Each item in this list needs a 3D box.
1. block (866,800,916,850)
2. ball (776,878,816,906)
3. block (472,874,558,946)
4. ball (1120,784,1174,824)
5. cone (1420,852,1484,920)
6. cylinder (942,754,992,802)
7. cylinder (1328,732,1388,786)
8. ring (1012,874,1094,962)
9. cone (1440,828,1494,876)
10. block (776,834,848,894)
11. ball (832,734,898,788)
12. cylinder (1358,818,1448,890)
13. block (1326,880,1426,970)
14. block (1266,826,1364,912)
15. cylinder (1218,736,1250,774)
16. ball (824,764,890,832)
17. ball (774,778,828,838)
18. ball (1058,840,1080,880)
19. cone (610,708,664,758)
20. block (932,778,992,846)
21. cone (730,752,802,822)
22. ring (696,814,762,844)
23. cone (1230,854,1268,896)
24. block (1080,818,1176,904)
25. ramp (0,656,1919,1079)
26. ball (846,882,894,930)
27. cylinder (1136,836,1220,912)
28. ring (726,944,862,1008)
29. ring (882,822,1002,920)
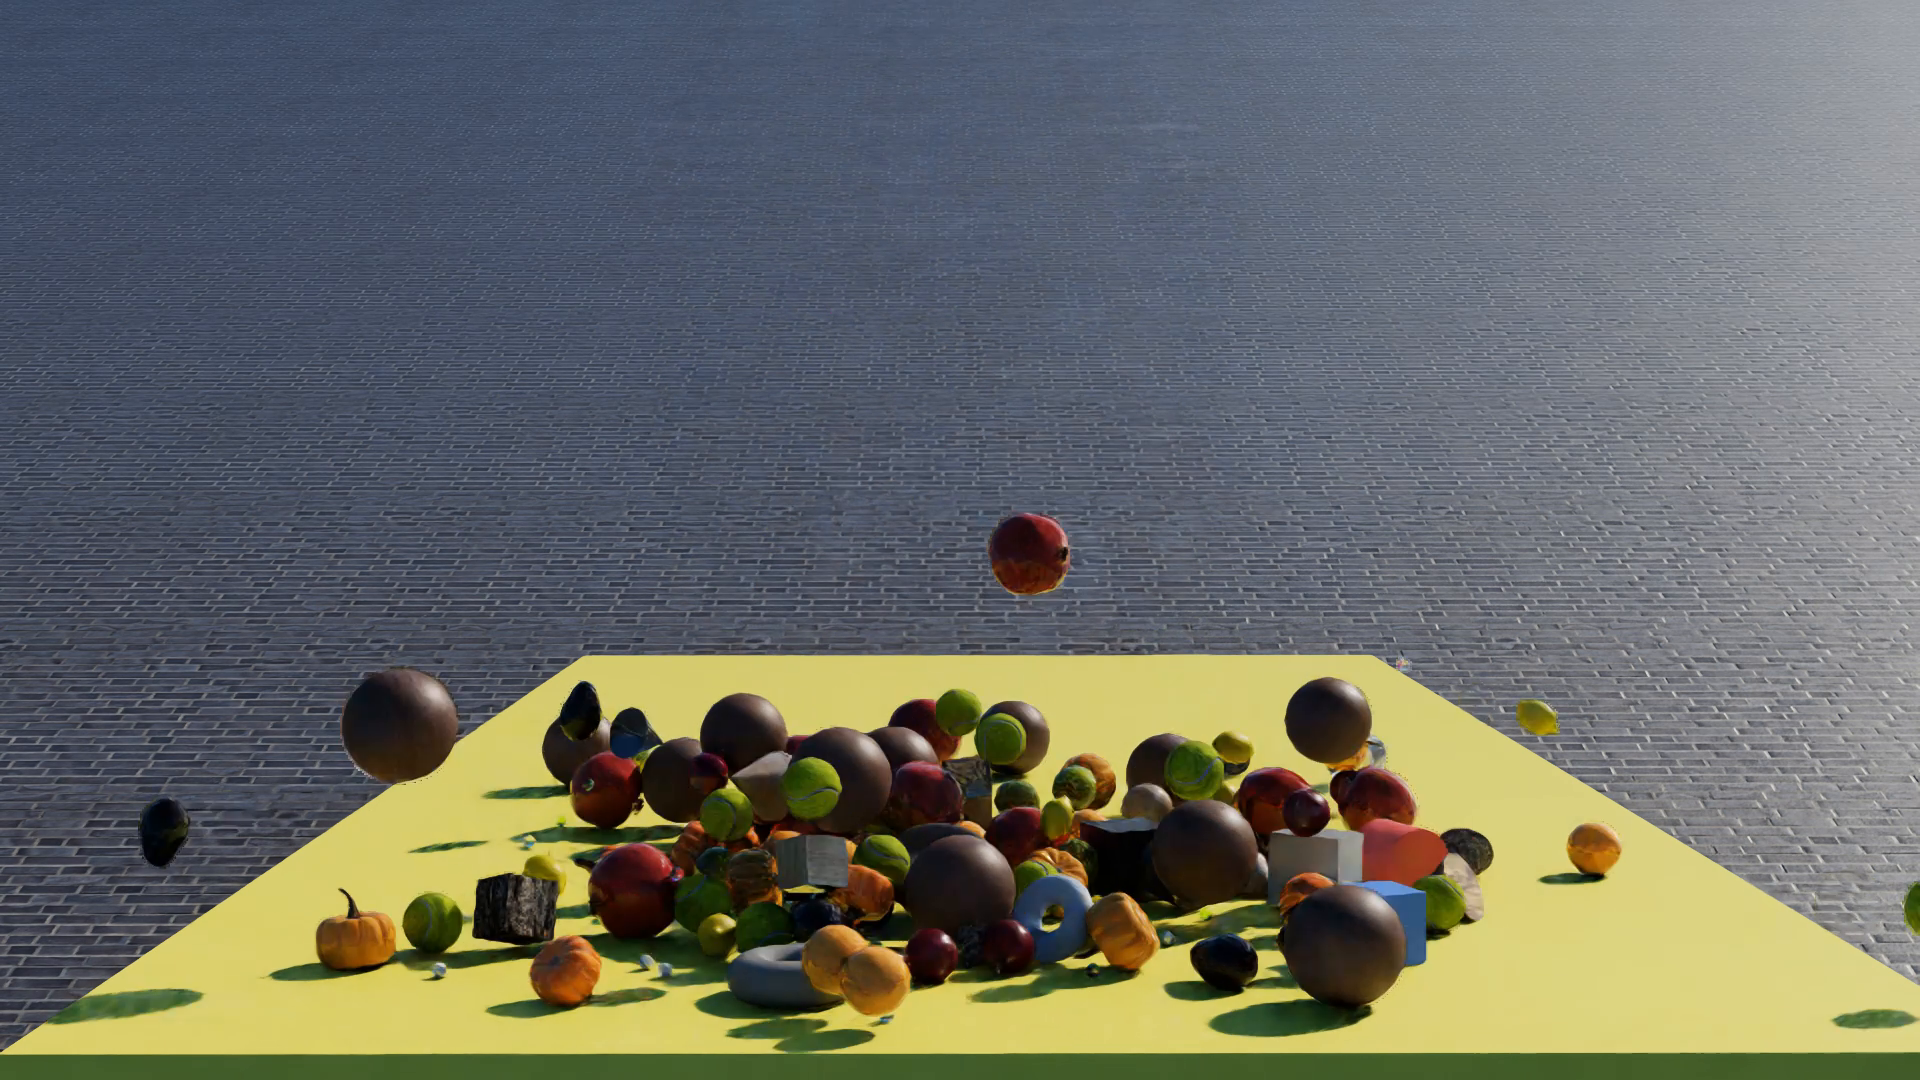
[{"bbox_3d":[-0.099,0.412,3.709,0.062,0.062,0.062,1,3,12],"label":"block"},{"bbox_3d":[-0.207,0.439,3.277,0.055,0.055,0.055,0,21,0],"label":"ball"},{"bbox_3d":[-0.519,0.432,3.001,0.068,0.068,0.068,18,-24,-39],"label":"block"},{"bbox_3d":[0.277,0.399,3.806,0.078,0.078,0.078,0,21,0],"label":"ball"},{"bbox_3d":[0.592,0.449,3.211,0.090,0.090,0.090,-29,6,30],"label":"cone"},{"bbox_3d":[0.010,0.341,3.680,0.060,0.060,0.060,-8,22,-9],"label":"cylinder"},{"bbox_3d":[0.666,0.368,4.312,0.077,0.077,0.077,12,14,28],"label":"cylinder"},{"bbox_3d":[0.107,0.435,2.955,0.104,0.104,0.035,19,-12,40],"label":"ring"},{"bbox_3d":[0.668,0.440,3.431,0.079,0.079,0.079,6,31,16],"label":"cone"},{"bbox_3d":[-0.170,0.373,2.959,0.058,0.058,0.058,9,-19,-38],"label":"block"},{"bbox_3d":[-0.139,0.330,3.742,0.096,0.096,0.096,0,21,0],"label":"ball"},{"bbox_3d":[0.571,0.415,3.344,0.093,0.093,0.093,-10,7,-23],"label":"cylinder"},{"bbox_3d":[0.479,0.442,2.956,0.082,0.082,0.082,-1,3,-23],"label":"block"},{"bbox_3d":[0.451,0.417,3.263,0.092,0.092,0.092,3,1,28],"label":"block"},{"bbox_3d":[0.471,0.371,4.428,0.054,0.054,0.054,1,12,2],"label":"cylinder"},{"bbox_3d":[-0.144,0.363,3.607,0.094,0.094,0.094,0,21,0],"label":"ball"},{"bbox_3d":[-0.231,0.387,3.705,0.085,0.085,0.085,0,21,0],"label":"ball"},{"bbox_3d":[0.159,0.429,3.424,0.057,0.057,0.057,0,21,0],"label":"ball"},{"bbox_3d":[-0.412,0.259,3.367,0.067,0.067,0.067,19,-3,40],"label":"cone"},{"bbox_3d":[0.003,0.397,3.761,0.087,0.087,0.087,0,3,1],"label":"block"},{"bbox_3d":[-0.272,0.317,3.368,0.094,0.094,0.094,17,-1,37],"label":"cone"},{"bbox_3d":[-0.340,0.424,3.767,0.098,0.033,0.098,-1,3,0],"label":"ring"},{"bbox_3d":[0.394,0.448,3.331,0.061,0.061,0.061,-15,37,-33],"label":"cone"},{"bbox_3d":[0.218,0.416,3.338,0.093,0.093,0.093,-1,3,-24],"label":"block"},{"bbox_3d":[0.050,0.449,4.532,2.000,0.100,4.000,0,3,0],"label":"ramp"},{"bbox_3d":[-0.110,0.445,3.121,0.059,0.059,0.059,0,21,0],"label":"ball"},{"bbox_3d":[0.276,0.422,3.261,0.077,0.077,0.077,-13,17,-30],"label":"cylinder"},{"bbox_3d":[-0.178,0.469,2.771,0.146,0.049,0.146,-1,2,0],"label":"ring"},{"bbox_3d":[-0.023,0.407,3.161,0.149,0.050,0.149,4,37,-3],"label":"ring"}]
